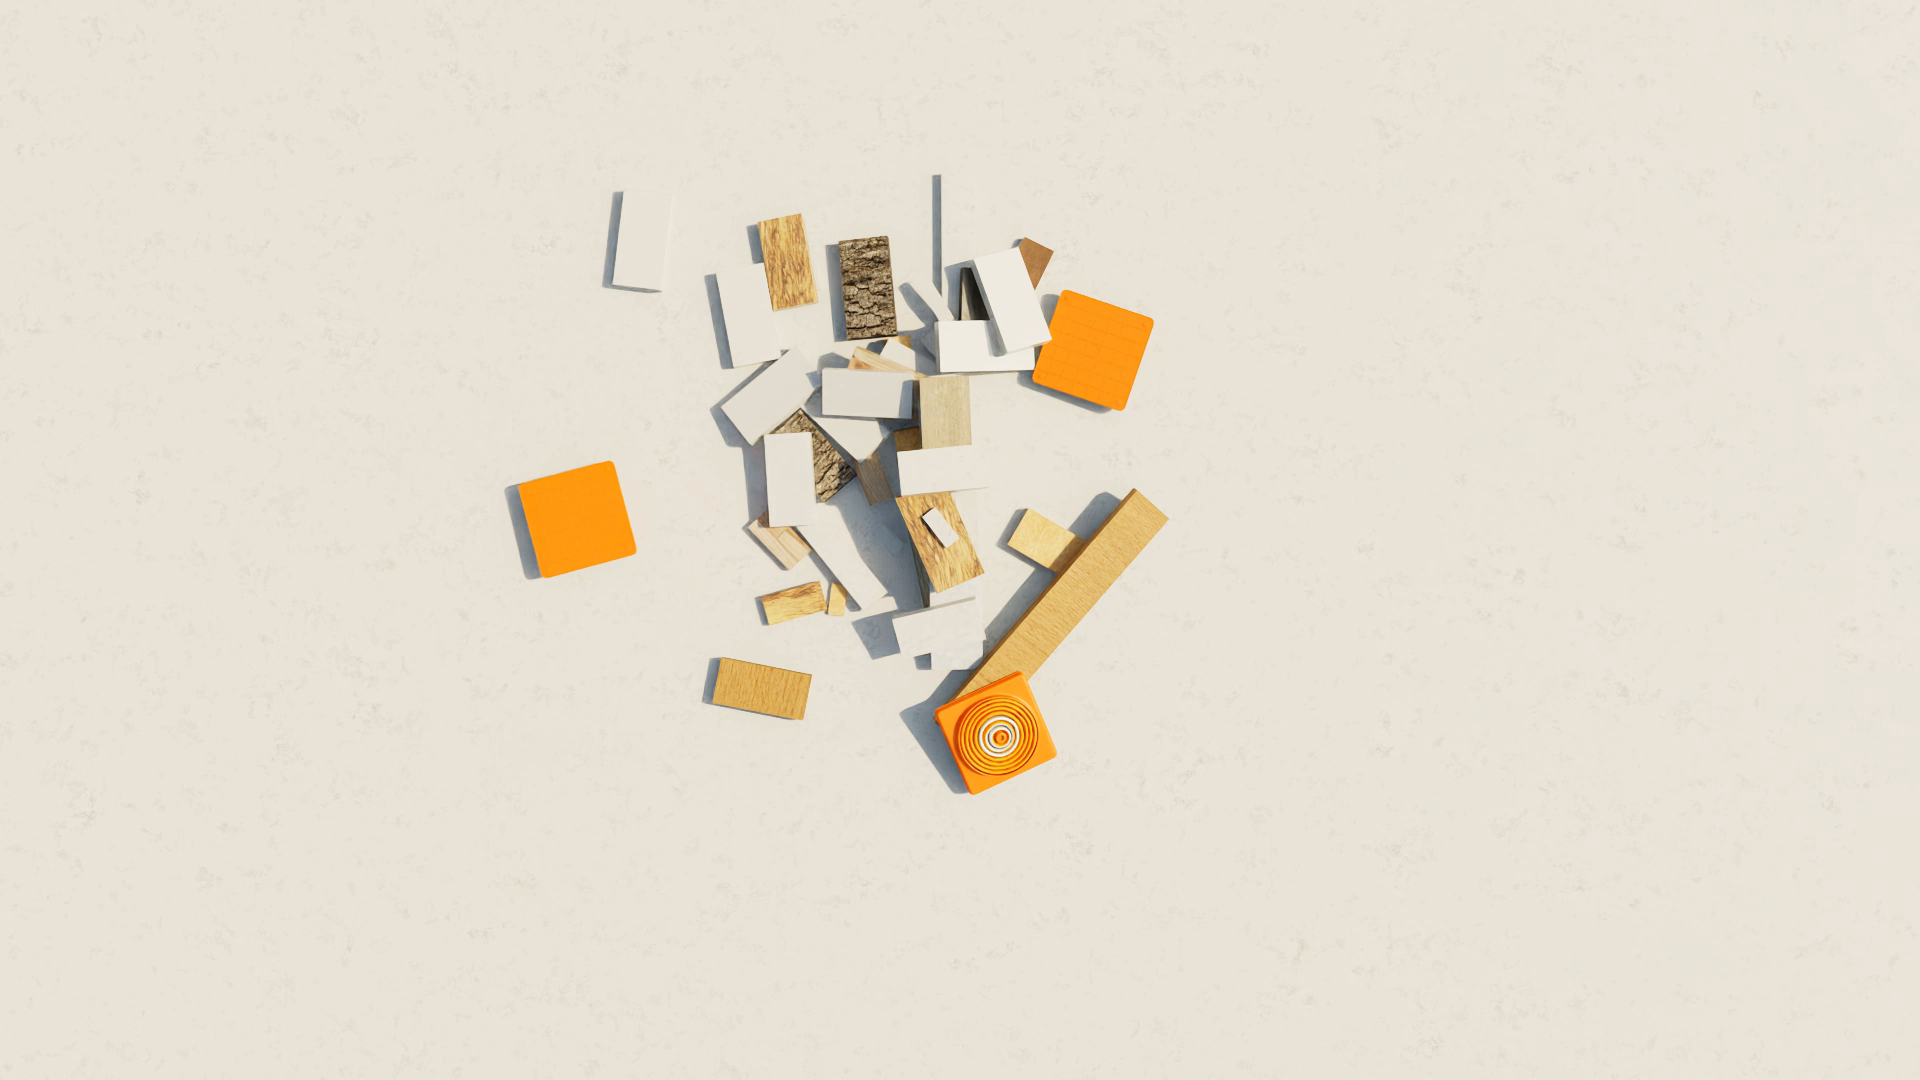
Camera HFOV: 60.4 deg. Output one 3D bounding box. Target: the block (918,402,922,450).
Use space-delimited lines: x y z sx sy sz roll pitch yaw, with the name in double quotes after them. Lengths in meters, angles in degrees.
-0.049 -0.303 5.418 0.159 0.045 0.319 -5 110 -2 "block"

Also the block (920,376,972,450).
-0.045 -0.368 5.329 0.159 0.045 0.319 -3 97 -2 "block"

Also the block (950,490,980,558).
-0.022 -0.081 5.436 0.159 0.045 0.319 -4 106 0 "block"

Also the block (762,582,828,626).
-0.549 0.210 5.486 0.199 0.028 0.099 -15 90 0 "block"

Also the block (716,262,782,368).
-0.699 -0.745 5.477 0.161 0.046 0.321 -11 90 0 "block"

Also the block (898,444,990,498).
-0.054 -0.223 5.285 0.281 0.040 0.140 -6 82 -2 "block"

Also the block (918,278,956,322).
-0.046 -0.733 5.454 0.046 0.013 0.293 -31 100 6 "block"

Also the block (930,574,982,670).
-0.012 0.259 5.431 0.169 0.048 0.338 -1 106 0 "block"

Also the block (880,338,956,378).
-0.142 -0.537 5.453 0.283 0.040 0.141 29 92 0 "block"

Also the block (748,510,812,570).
-0.598 -0.005 5.486 0.099 0.028 0.199 -44 90 0 "block"

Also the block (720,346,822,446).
-0.614 -0.477 5.455 0.321 0.046 0.161 -39 77 2 "block"

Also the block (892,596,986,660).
-0.068 0.286 5.393 0.281 0.040 0.140 -14 105 3 "block"

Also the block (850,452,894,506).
-0.291 -0.209 5.488 0.088 0.025 0.176 -22 90 0 "block"

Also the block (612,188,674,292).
-1.049 -0.996 5.477 0.161 0.046 0.321 7 90 0 "block"

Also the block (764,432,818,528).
-0.558 -0.199 5.441 0.152 0.043 0.303 -3 92 3 "block"

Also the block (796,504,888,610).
-0.404 0.049 5.476 0.099 0.028 0.400 -39 88 -1 "block"

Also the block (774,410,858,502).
-0.488 -0.278 5.480 0.141 0.040 0.284 -41 90 0 "block"

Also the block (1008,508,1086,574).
0.314 0.025 5.480 0.281 0.040 0.140 30 90 0 "block"

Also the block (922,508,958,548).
-0.061 -0.040 5.301 0.052 0.015 0.127 -38 91 3 "block"

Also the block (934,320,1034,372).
0.081 -0.637 5.423 0.327 0.046 0.163 -3 93 -18 "block"

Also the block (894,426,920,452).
-0.127 -0.335 5.472 0.176 0.025 0.088 -10 113 0 "block"

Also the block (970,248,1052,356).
0.167 -0.782 5.409 0.163 0.046 0.327 -18 85 -19 "block"

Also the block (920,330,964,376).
-0.039 -0.624 5.463 0.088 0.025 0.176 -38 98 19 "block"

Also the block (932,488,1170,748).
0.299 0.260 5.440 0.152 0.043 1.010 40 92 -18 "block"

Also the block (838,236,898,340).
-0.305 -0.834 5.469 0.163 0.046 0.327 -5 90 5 "block"

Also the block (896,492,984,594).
-0.064 -0.015 5.333 0.169 0.048 0.338 -24 91 2 "block"

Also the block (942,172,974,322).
-0.006 -0.957 5.484 0.110 0.031 0.526 0 90 0 "block"

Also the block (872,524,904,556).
-0.240 -0.001 5.493 0.052 0.015 0.104 -44 90 0 "block"

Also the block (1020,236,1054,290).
0.215 -0.884 5.484 0.110 0.031 0.220 26 90 0 "block"

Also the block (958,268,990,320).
0.054 -0.786 5.454 0.110 0.031 0.220 2 89 -18 "block"

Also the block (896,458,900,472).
-0.117 -0.245 5.488 0.176 0.025 0.088 -11 90 0 "block"

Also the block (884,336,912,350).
-0.198 -0.587 5.488 0.088 0.025 0.176 -8 90 0 "block"

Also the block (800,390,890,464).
-0.380 -0.398 5.465 0.283 0.040 0.141 43 90 6 "block"

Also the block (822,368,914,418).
-0.300 -0.480 5.386 0.296 0.042 0.148 3 106 8 "block"

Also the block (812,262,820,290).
-0.495 -0.875 5.493 0.046 0.013 0.092 -11 90 0 "block"

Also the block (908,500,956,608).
-0.066 0.051 5.423 0.169 0.048 0.338 -11 105 2 "block"

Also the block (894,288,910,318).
-0.206 -0.791 5.493 0.046 0.013 0.092 -24 90 0 "block"

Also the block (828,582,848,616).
-0.406 0.198 5.493 0.052 0.015 0.104 8 90 0 "block"

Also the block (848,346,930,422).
-0.230 -0.508 5.412 0.296 0.042 0.148 24 107 2 "block"

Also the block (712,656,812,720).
-0.656 0.493 5.479 0.303 0.043 0.152 11 90 0 "block"

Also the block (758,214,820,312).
-0.570 -0.920 5.471 0.148 0.042 0.296 -10 90 7 "block"
